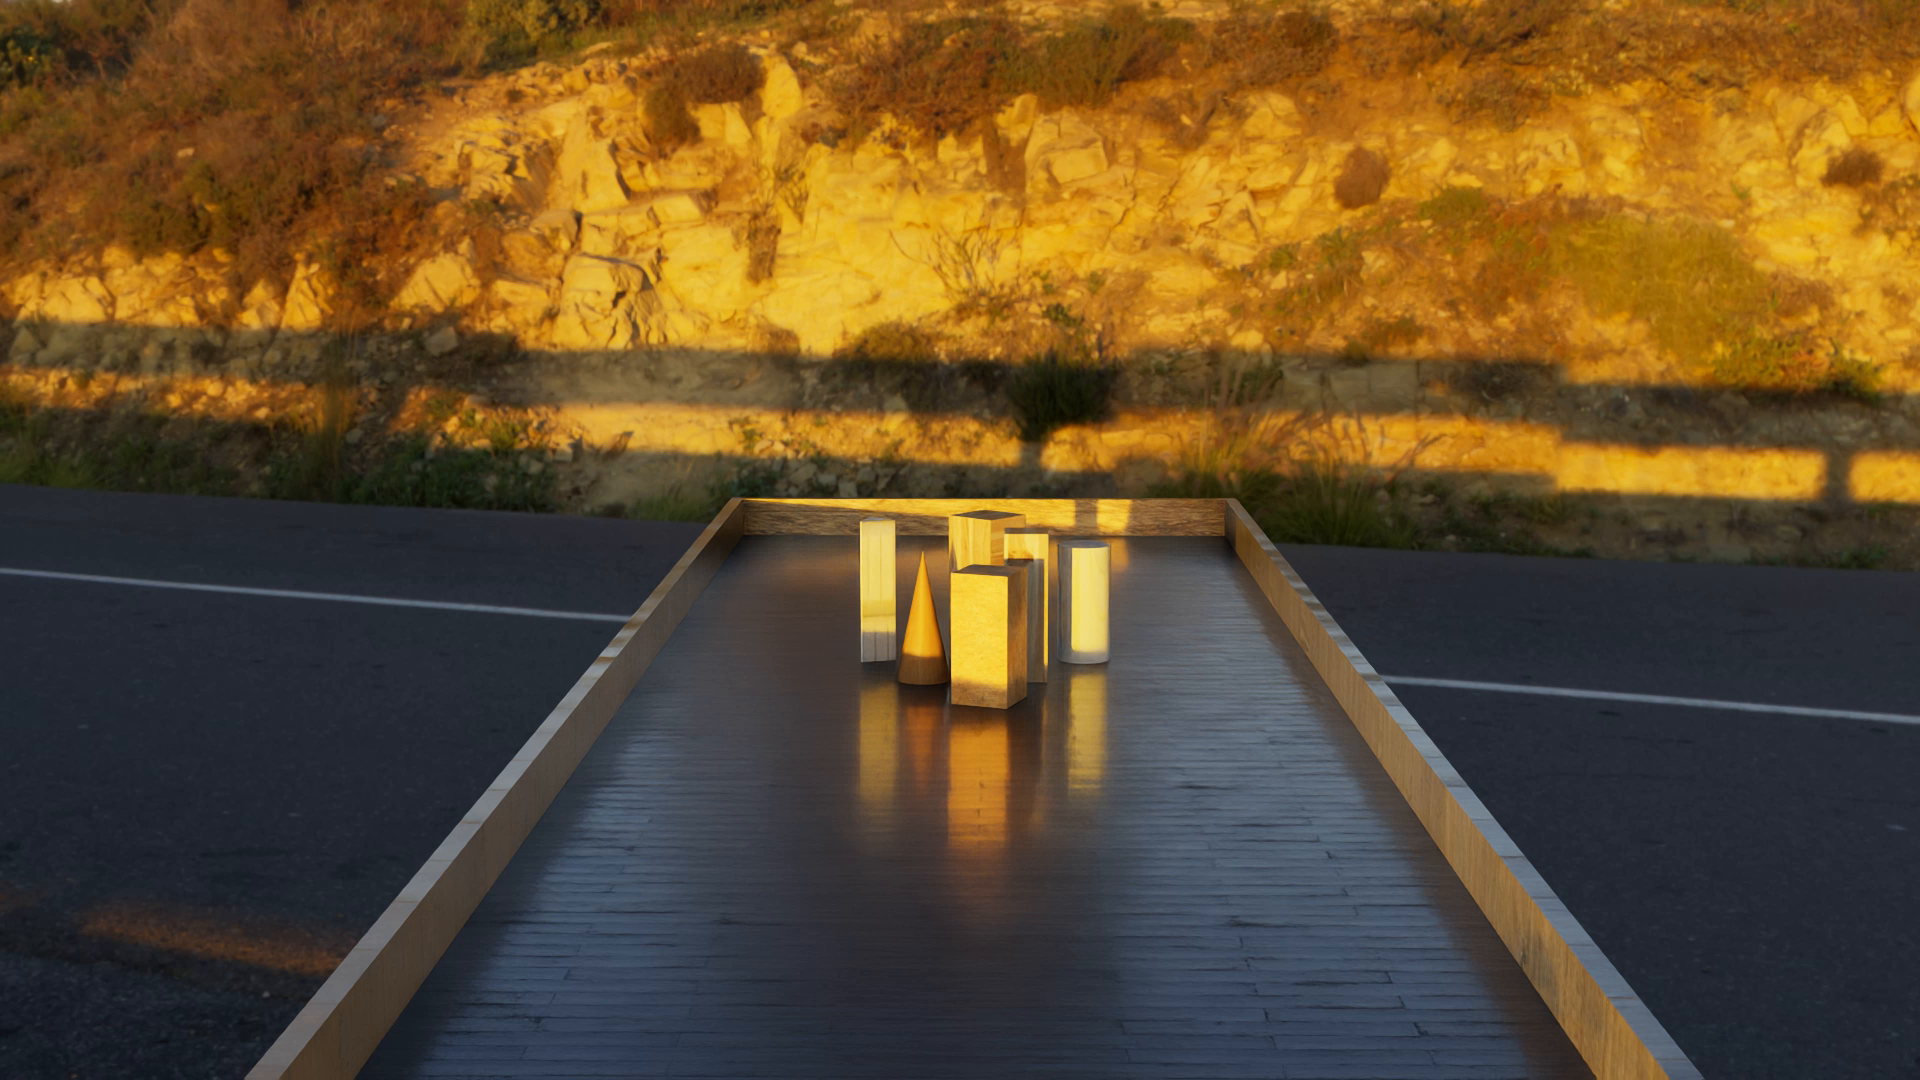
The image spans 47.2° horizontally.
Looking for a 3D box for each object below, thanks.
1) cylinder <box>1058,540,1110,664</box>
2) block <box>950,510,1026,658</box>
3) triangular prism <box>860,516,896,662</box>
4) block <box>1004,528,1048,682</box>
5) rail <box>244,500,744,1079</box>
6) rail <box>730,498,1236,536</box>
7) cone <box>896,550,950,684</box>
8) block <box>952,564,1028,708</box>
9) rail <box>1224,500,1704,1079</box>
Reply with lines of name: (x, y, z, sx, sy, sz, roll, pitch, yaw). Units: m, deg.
cylinder: (0.377, 0.187, 6.700, 0.161, 0.353, 0.161, 0, 9, 0)
block: (0.084, 0.142, 6.697, 0.165, 0.443, 0.165, 8, 12, 41)
triangular prism: (-0.260, 0.148, 6.701, 0.108, 0.430, 0.093, -3, 9, -16)
block: (0.192, 0.189, 6.425, 0.126, 0.436, 0.126, 0, 9, 1)
rail: (-1.004, 0.839, 3.234, 0.050, 0.150, 12.000, 0, 9, 1)
rail: (0.099, -0.098, 9.147, 2.100, 0.150, 0.050, 0, 9, 1)
cone: (-0.108, 0.218, 6.415, 0.160, 0.382, 0.160, 0, 9, 0)
block: (0.082, 0.267, 6.145, 0.165, 0.370, 0.165, 3, 10, 21)
rail: (1.046, 0.843, 3.208, 0.050, 0.150, 12.000, 0, 9, 1)
